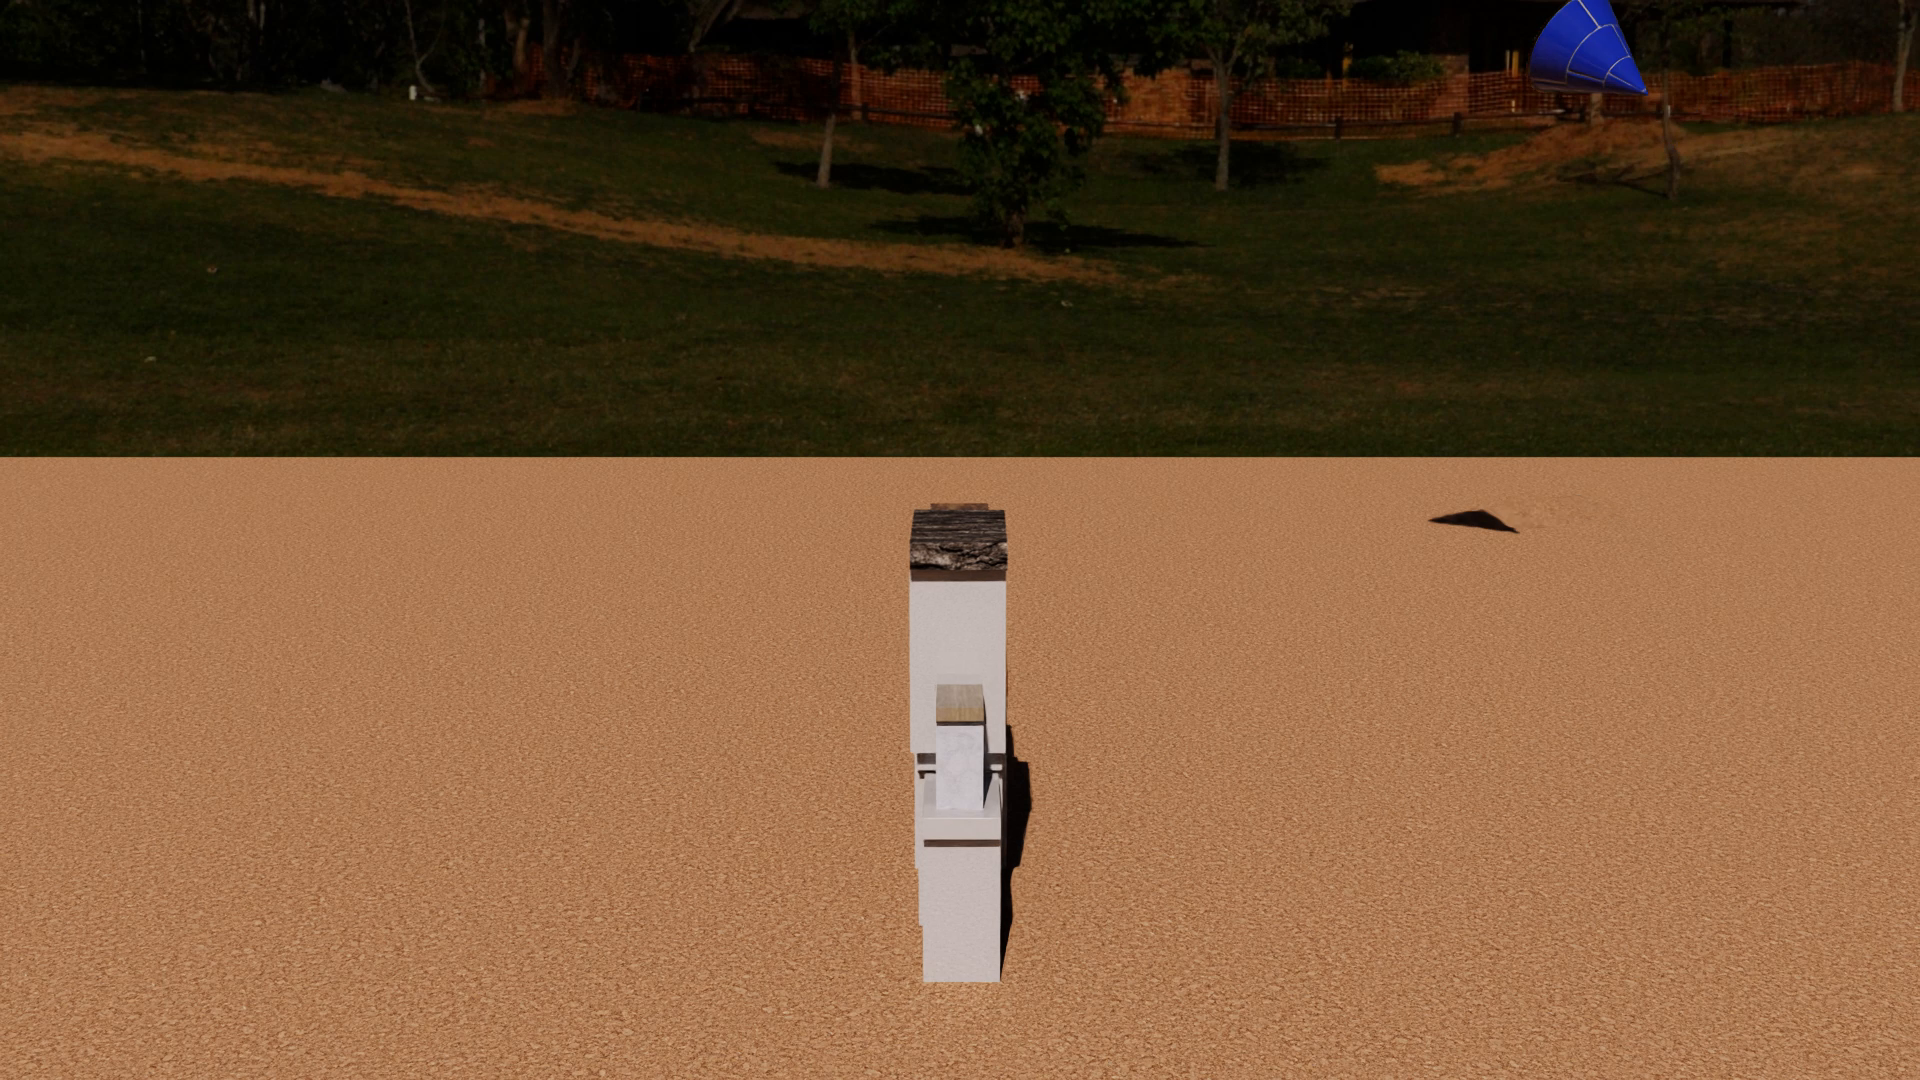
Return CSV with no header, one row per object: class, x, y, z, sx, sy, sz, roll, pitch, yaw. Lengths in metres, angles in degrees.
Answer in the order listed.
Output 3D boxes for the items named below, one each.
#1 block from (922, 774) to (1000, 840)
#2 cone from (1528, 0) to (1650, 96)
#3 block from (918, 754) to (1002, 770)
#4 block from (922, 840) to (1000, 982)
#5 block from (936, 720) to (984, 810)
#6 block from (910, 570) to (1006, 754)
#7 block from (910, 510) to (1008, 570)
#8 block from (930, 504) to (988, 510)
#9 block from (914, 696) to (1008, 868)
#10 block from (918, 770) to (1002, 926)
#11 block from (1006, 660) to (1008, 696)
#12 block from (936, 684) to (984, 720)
block,0.003,0.402,3.334,0.115,0.033,0.229,0,11,0
cone,1.564,-1.135,5.296,0.266,0.266,0.266,-8,42,-37
block,0.000,0.318,3.575,0.133,0.038,0.266,0,11,0
block,0.003,0.545,3.283,0.115,0.230,0.033,0,11,0
block,0.000,0.329,3.256,0.070,0.139,0.020,0,11,0
block,-0.003,0.181,3.401,0.148,0.295,0.042,0,11,0
block,-0.002,-0.002,3.468,0.148,0.042,0.295,0,11,0
block,-0.001,-0.033,3.838,0.103,0.029,0.206,0,11,0
block,0.001,0.408,3.785,0.158,0.316,0.045,0,11,0
block,0.001,0.483,3.516,0.133,0.265,0.038,0,11,0
block,0.002,0.211,3.856,0.158,0.045,0.316,0,11,0
block,0.000,0.243,3.287,0.070,0.020,0.140,0,11,0
